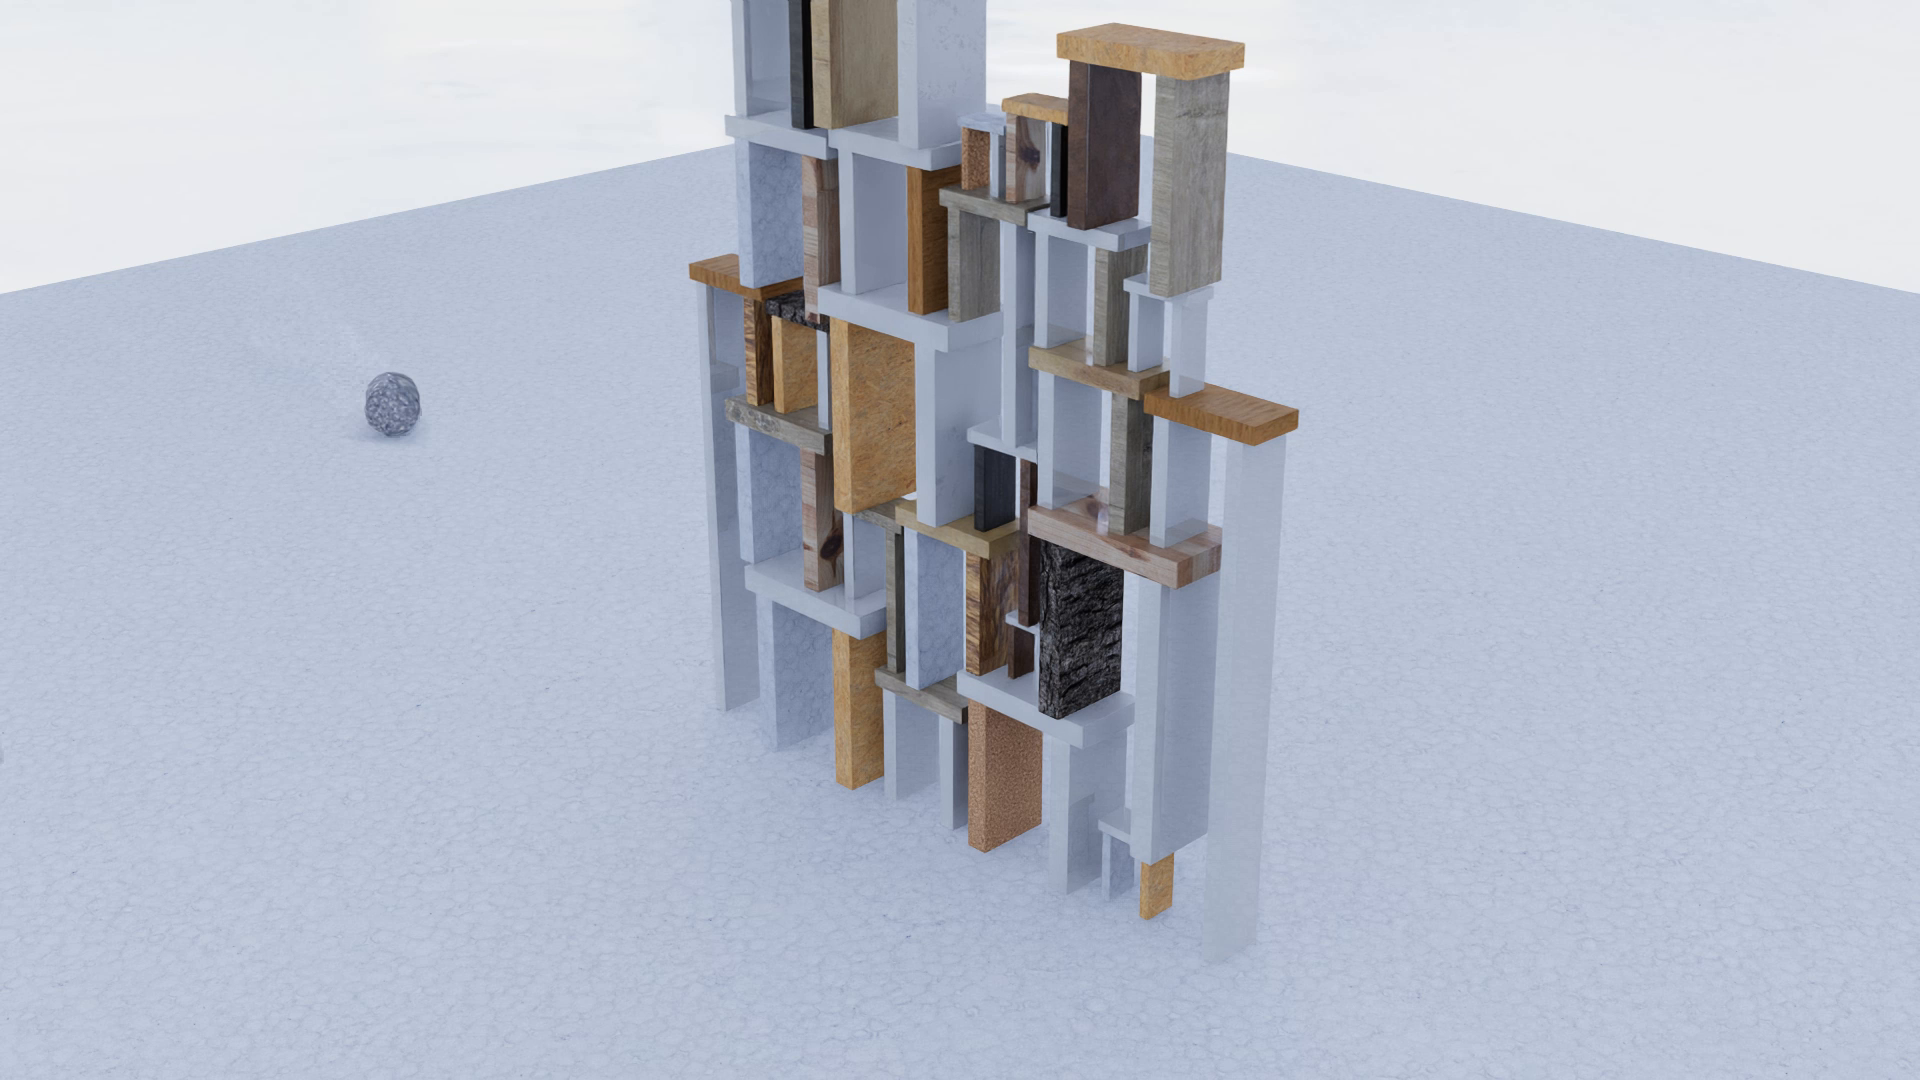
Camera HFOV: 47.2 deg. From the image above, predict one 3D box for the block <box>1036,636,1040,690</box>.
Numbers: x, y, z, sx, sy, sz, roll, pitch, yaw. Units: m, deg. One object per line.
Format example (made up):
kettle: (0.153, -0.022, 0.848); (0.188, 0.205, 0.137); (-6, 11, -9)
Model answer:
block: (0.168, 0.226, 4.137); (0.016, 0.111, 0.055); (21, 31, 40)

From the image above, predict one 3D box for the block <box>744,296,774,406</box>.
block: (-0.383, -0.396, 4.476); (0.032, 0.226, 0.113); (21, 31, 41)

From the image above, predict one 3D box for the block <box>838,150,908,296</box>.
block: (-0.162, -0.609, 4.135); (0.136, 0.272, 0.039); (-21, 31, -41)

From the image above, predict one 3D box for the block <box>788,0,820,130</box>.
block: (-0.259, -0.908, 4.125); (0.127, 0.254, 0.036); (-21, 31, -41)

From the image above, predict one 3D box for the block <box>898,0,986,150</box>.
block: (-0.031, -0.875, 3.878); (0.171, 0.343, 0.049); (-21, 31, -40)

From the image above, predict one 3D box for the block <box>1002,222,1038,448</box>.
block: (0.123, -0.375, 3.926); (0.030, 0.414, 0.104); (20, 31, 39)

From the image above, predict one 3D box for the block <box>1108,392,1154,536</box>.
block: (0.316, -0.146, 3.814); (0.127, 0.255, 0.036); (-21, 31, -40)

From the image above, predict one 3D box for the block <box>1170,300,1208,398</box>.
block: (0.381, -0.322, 3.664); (0.020, 0.161, 0.069); (21, 31, 40)

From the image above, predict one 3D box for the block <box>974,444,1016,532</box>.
block: (0.066, -0.108, 4.112); (0.024, 0.172, 0.086); (21, 31, 41)

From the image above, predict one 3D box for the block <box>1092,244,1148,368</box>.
block: (0.273, -0.407, 3.748); (0.103, 0.205, 0.029); (-21, 31, -40)

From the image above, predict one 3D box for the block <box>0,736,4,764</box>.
block: (-0.640, 0.090, 1.198); (0.148, 0.148, 0.148); (-42, 39, 1)

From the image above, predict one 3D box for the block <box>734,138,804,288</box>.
block: (-0.370, -0.657, 4.344); (0.042, 0.294, 0.147); (21, 31, 41)

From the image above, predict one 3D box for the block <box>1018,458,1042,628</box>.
block: (0.148, -0.005, 4.073); (0.024, 0.332, 0.086); (20, 30, 39)

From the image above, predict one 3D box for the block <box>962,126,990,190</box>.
block: (0.028, -0.681, 3.900); (0.056, 0.112, 0.016); (-22, 32, -40)

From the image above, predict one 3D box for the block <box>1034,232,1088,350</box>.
block: (0.177, -0.445, 3.838); (0.103, 0.205, 0.029); (-21, 31, -40)

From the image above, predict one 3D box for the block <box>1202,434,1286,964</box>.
block: (0.490, 0.283, 3.812); (0.117, 1.002, 0.033); (-21, 31, -41)

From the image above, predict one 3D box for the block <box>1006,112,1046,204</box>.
block: (0.115, -0.667, 3.812); (0.022, 0.155, 0.077); (21, 31, 40)

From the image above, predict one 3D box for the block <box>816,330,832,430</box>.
block: (-0.234, -0.327, 4.345); (0.028, 0.201, 0.100); (22, 31, 40)

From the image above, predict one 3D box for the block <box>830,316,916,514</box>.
block: (-0.167, -0.262, 4.296); (0.176, 0.393, 0.050); (-21, 31, -41)

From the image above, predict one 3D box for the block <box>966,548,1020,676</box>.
block: (0.068, 0.123, 4.199); (0.036, 0.251, 0.126); (21, 31, 41)

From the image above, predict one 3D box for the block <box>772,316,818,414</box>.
block: (-0.329, -0.364, 4.432); (0.100, 0.201, 0.028); (-21, 31, -41)

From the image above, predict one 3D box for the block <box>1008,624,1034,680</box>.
block: (0.117, 0.205, 4.187); (0.055, 0.111, 0.016); (-20, 30, -38)

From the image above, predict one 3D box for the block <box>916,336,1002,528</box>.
block: (-0.002, -0.216, 4.135); (0.176, 0.352, 0.050); (-21, 31, -41)

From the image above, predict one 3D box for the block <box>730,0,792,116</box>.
block: (-0.377, -0.954, 4.236); (0.127, 0.254, 0.036); (-21, 31, -40)

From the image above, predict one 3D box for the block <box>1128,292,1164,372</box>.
block: (0.316, -0.358, 3.719); (0.069, 0.138, 0.020); (-21, 31, -40)

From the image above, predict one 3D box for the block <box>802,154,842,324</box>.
block: (-0.231, -0.589, 4.221); (0.042, 0.323, 0.147); (22, 31, 40)

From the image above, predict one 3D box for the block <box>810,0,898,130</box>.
block: (-0.192, -0.939, 4.027); (0.049, 0.343, 0.171); (21, 31, 41)

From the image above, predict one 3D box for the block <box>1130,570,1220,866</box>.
block: (0.387, 0.300, 3.926); (0.174, 0.556, 0.049); (-21, 31, -40)

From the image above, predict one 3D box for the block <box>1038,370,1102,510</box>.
block: (0.196, -0.193, 3.925); (0.127, 0.255, 0.036); (-21, 31, -40)

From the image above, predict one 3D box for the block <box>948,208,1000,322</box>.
block: (0.026, -0.507, 3.975); (0.104, 0.209, 0.030); (-21, 30, -41)

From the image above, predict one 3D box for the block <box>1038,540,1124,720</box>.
block: (0.224, 0.140, 4.036); (0.049, 0.347, 0.174); (21, 31, 41)

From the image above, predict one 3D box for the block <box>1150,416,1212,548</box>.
block: (0.378, -0.113, 3.763); (0.117, 0.234, 0.033); (-21, 31, -41)

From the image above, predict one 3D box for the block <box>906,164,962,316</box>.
block: (-0.034, -0.559, 4.018); (0.039, 0.272, 0.136); (21, 31, 40)

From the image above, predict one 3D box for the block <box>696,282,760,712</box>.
block: (-0.490, -0.091, 4.721); (0.032, 0.979, 0.113); (21, 31, 41)

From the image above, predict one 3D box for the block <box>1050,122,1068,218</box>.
block: (0.189, -0.636, 3.745); (0.022, 0.160, 0.077); (21, 31, 41)

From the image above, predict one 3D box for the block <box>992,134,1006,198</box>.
block: (0.081, -0.661, 3.852); (0.016, 0.112, 0.056); (22, 32, 40)

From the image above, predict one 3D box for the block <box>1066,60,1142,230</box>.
block: (0.241, -0.669, 3.671); (0.040, 0.279, 0.139); (20, 31, 40)

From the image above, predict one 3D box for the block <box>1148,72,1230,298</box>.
block: (0.372, -0.582, 3.565); (0.040, 0.356, 0.139); (21, 31, 40)
